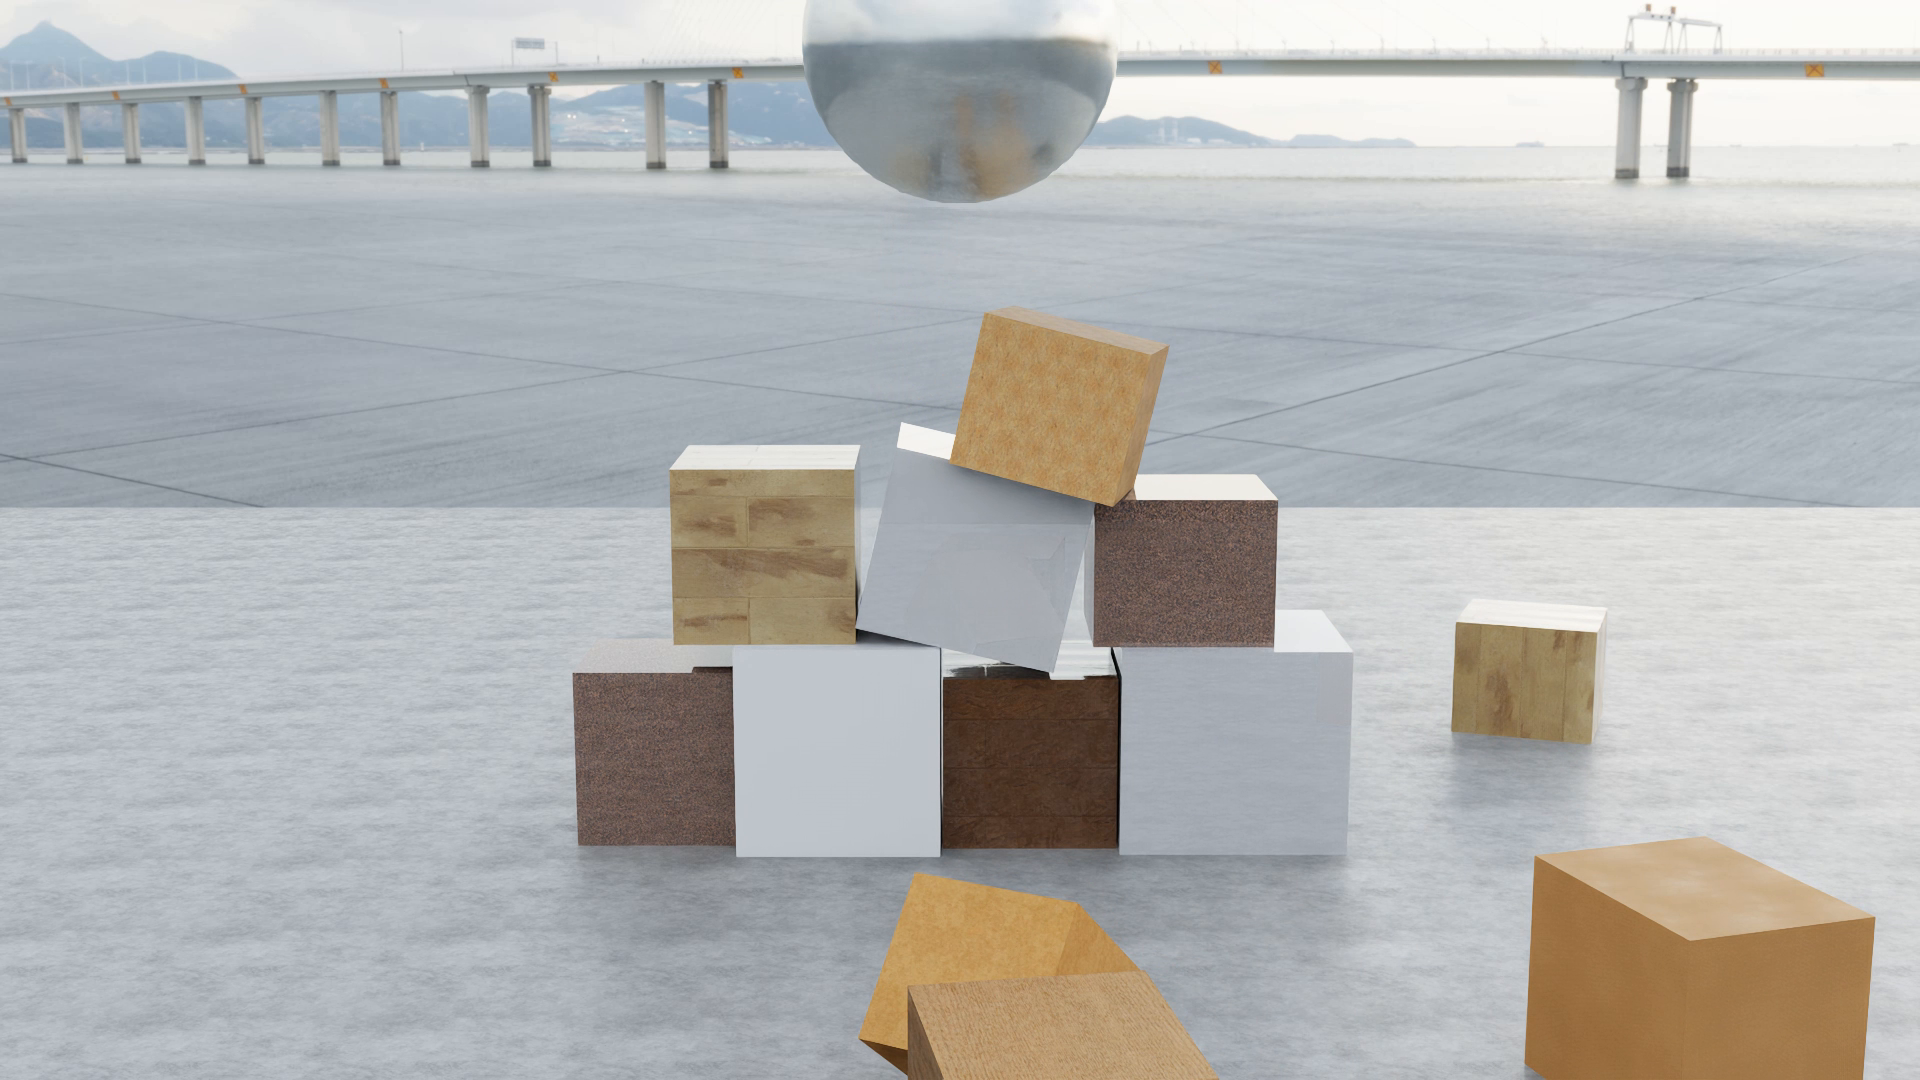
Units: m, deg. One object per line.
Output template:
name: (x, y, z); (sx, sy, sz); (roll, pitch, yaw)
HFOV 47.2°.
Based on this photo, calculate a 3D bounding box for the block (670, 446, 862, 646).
block: (-0.967, 0.010, 11.185); (0.898, 0.876, 0.855); (0, 10, -1)

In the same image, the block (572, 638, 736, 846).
block: (-1.522, 1.033, 11.387); (0.810, 0.894, 0.760); (0, 10, 0)

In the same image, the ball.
ball: (0.000, -2.502, 11.072); (1.600, 1.600, 1.600); (0, 10, 0)

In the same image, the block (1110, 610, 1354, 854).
block: (1.361, 0.970, 11.340); (1.133, 1.035, 0.983); (0, 10, 0)

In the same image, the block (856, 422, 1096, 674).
block: (0.076, 0.019, 11.177); (1.000, 0.918, 0.945); (13, 10, -3)

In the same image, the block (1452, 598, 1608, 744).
block: (3.464, 0.784, 13.362); (0.816, 0.676, 0.724); (4, 11, 20)

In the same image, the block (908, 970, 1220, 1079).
block: (0.293, 1.904, 6.853); (0.793, 0.801, 0.867); (-2, 10, -10)

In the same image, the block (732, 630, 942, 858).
block: (-0.605, 0.960, 11.347); (1.011, 1.052, 1.074); (0, 10, 0)

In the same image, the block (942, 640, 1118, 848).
block: (0.350, 1.043, 11.389); (0.870, 0.873, 0.863); (0, 10, 0)

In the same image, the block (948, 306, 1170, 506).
block: (0.499, -0.672, 10.756); (0.813, 0.739, 0.794); (15, 11, 9)

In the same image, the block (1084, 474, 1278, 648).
block: (1.105, 0.093, 11.205); (0.895, 0.738, 0.821); (0, 10, 0)

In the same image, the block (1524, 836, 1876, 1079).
block: (2.682, 1.665, 8.066); (0.760, 0.838, 0.951); (-3, 11, -18)

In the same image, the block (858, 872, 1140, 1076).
block: (0.165, 1.658, 7.824); (0.645, 0.620, 0.727); (6, -27, 29)
